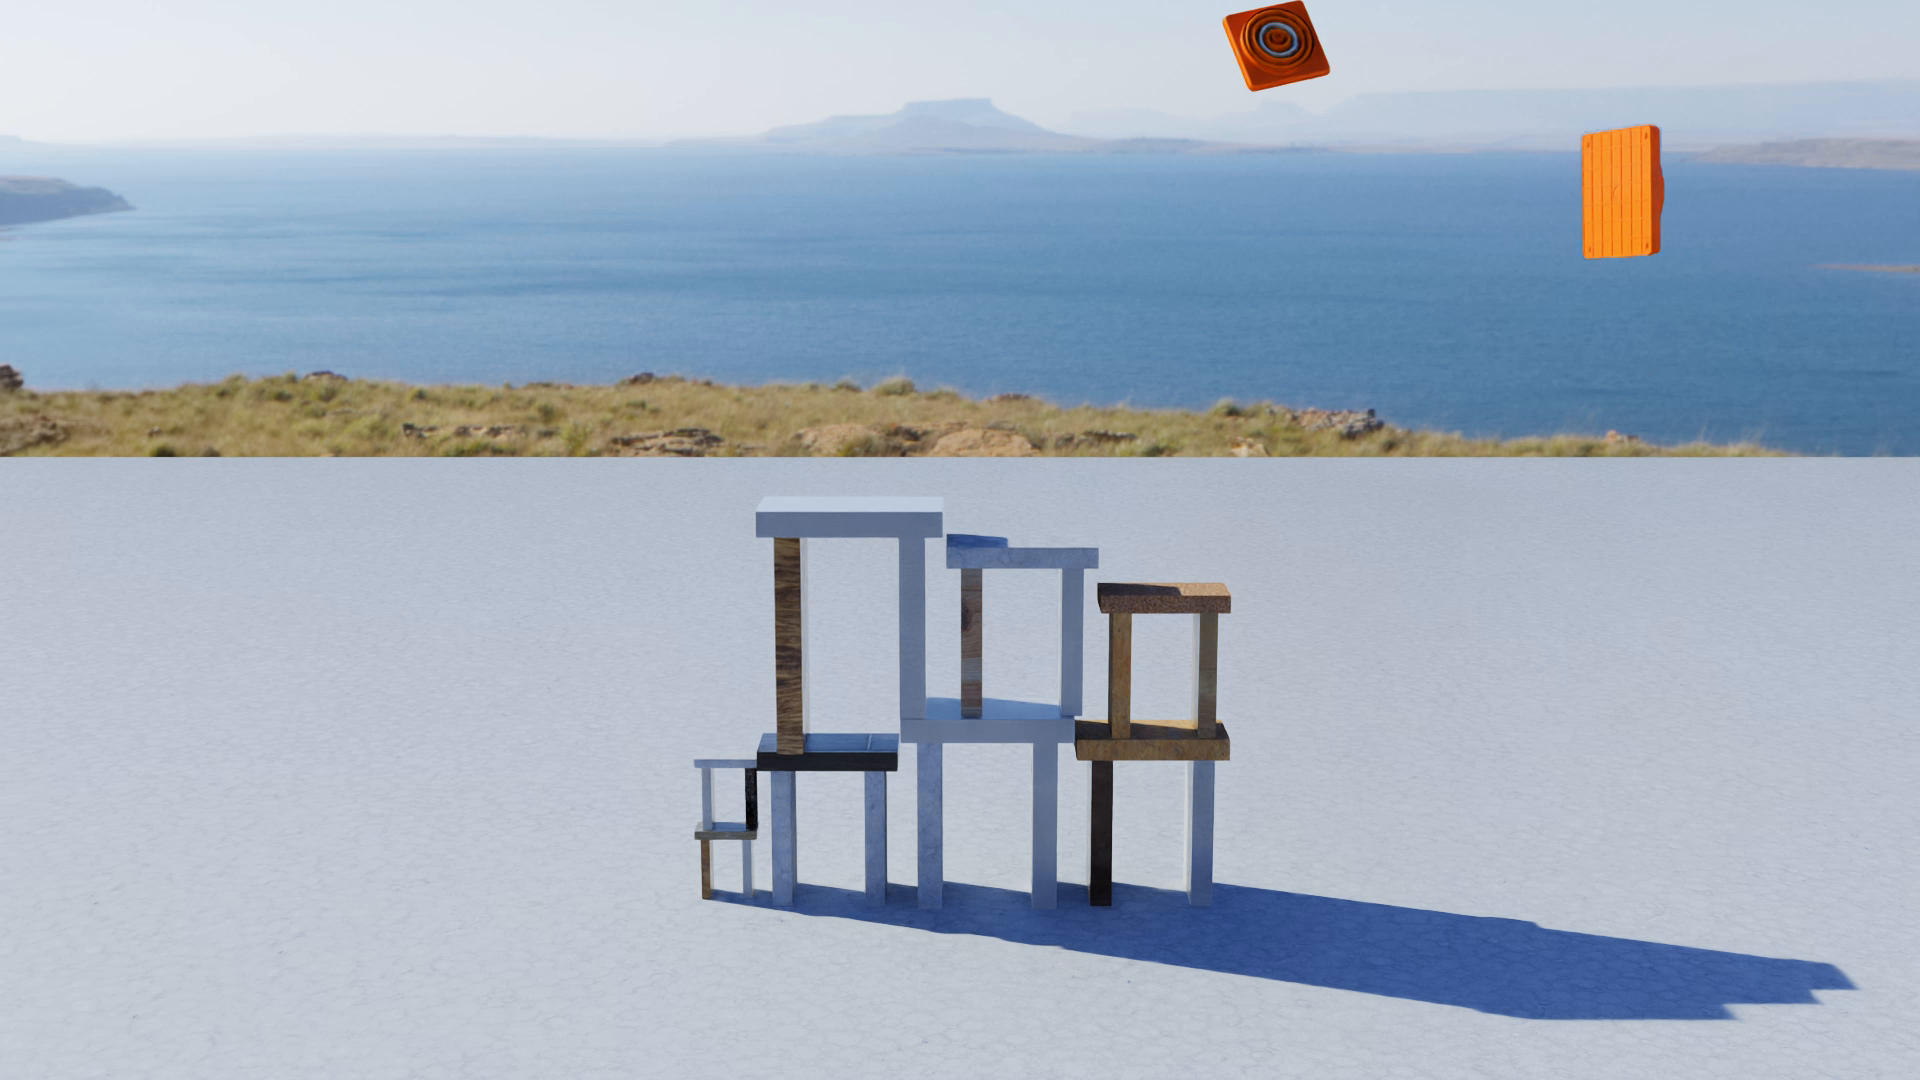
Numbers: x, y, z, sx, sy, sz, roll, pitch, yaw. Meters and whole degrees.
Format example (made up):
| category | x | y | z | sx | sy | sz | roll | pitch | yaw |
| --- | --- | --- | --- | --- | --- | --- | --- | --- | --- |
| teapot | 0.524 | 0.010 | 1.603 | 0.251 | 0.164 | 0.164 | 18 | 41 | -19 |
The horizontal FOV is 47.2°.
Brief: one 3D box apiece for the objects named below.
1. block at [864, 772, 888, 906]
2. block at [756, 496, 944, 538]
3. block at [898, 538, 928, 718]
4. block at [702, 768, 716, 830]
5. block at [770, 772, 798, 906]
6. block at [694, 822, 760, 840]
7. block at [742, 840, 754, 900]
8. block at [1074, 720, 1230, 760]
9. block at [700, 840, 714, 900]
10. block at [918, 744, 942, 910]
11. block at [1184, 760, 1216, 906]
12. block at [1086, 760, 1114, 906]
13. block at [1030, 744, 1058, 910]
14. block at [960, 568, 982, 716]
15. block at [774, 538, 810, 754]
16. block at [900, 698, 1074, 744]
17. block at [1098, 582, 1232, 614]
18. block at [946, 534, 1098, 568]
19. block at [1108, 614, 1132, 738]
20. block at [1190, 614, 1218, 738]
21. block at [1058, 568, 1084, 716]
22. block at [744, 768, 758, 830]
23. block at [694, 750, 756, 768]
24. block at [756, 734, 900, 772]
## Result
| category | x | y | z | sx | sy | sz | roll | pitch | yaw |
| --- | --- | --- | --- | --- | --- | --- | --- | --- | --- |
| block | -0.139 | 0.478 | 3.647 | 0.032 | 0.229 | 0.114 | 0 | 11 | 0 |
| block | -0.175 | -0.037 | 3.555 | 0.296 | 0.042 | 0.148 | 0 | 11 | 0 |
| block | -0.076 | 0.129 | 3.586 | 0.042 | 0.296 | 0.148 | 0 | 11 | 0 |
| block | -0.417 | 0.422 | 3.643 | 0.015 | 0.106 | 0.053 | 0 | 11 | 0 |
| block | -0.292 | 0.478 | 3.647 | 0.032 | 0.229 | 0.114 | 0 | 11 | 0 |
| block | -0.386 | 0.482 | 3.648 | 0.103 | 0.015 | 0.051 | 0 | 11 | 0 |
| block | -0.352 | 0.540 | 3.658 | 0.015 | 0.103 | 0.051 | 0 | 11 | 0 |
| block | 0.313 | 0.329 | 3.622 | 0.248 | 0.035 | 0.124 | 0 | 11 | 0 |
| block | -0.420 | 0.540 | 3.658 | 0.015 | 0.103 | 0.051 | 0 | 11 | 0 |
| block | -0.049 | 0.453 | 3.639 | 0.040 | 0.281 | 0.140 | 0 | 11 | 0 |
| block | 0.396 | 0.468 | 3.648 | 0.035 | 0.248 | 0.124 | 0 | 11 | 0 |
| block | 0.231 | 0.468 | 3.648 | 0.035 | 0.248 | 0.124 | 0 | 11 | 0 |
| block | 0.138 | 0.453 | 3.639 | 0.040 | 0.281 | 0.140 | 0 | 11 | 0 |
| block | 0.019 | 0.154 | 3.594 | 0.034 | 0.243 | 0.122 | 0 | 11 | 0 |
| block | -0.274 | 0.158 | 3.592 | 0.042 | 0.356 | 0.148 | 0 | 11 | 1 |
| block | 0.044 | 0.295 | 3.610 | 0.281 | 0.040 | 0.140 | 0 | 11 | 0 |
| block | 0.330 | 0.094 | 3.574 | 0.208 | 0.029 | 0.104 | 0 | 11 | 0 |
| block | 0.100 | 0.018 | 3.569 | 0.243 | 0.034 | 0.122 | 0 | 11 | 0 |
| block | 0.261 | 0.211 | 3.595 | 0.029 | 0.208 | 0.104 | 0 | 11 | 0 |
| block | 0.399 | 0.211 | 3.595 | 0.029 | 0.208 | 0.104 | 0 | 11 | 0 |
| block | 0.181 | 0.154 | 3.594 | 0.034 | 0.243 | 0.122 | 0 | 11 | 0 |
| block | -0.346 | 0.422 | 3.643 | 0.015 | 0.106 | 0.053 | 0 | 11 | 0 |
| block | -0.383 | 0.362 | 3.632 | 0.106 | 0.015 | 0.053 | 0 | 11 | 0 |
| block | -0.215 | 0.349 | 3.624 | 0.229 | 0.032 | 0.114 | 0 | 11 | 0 |
